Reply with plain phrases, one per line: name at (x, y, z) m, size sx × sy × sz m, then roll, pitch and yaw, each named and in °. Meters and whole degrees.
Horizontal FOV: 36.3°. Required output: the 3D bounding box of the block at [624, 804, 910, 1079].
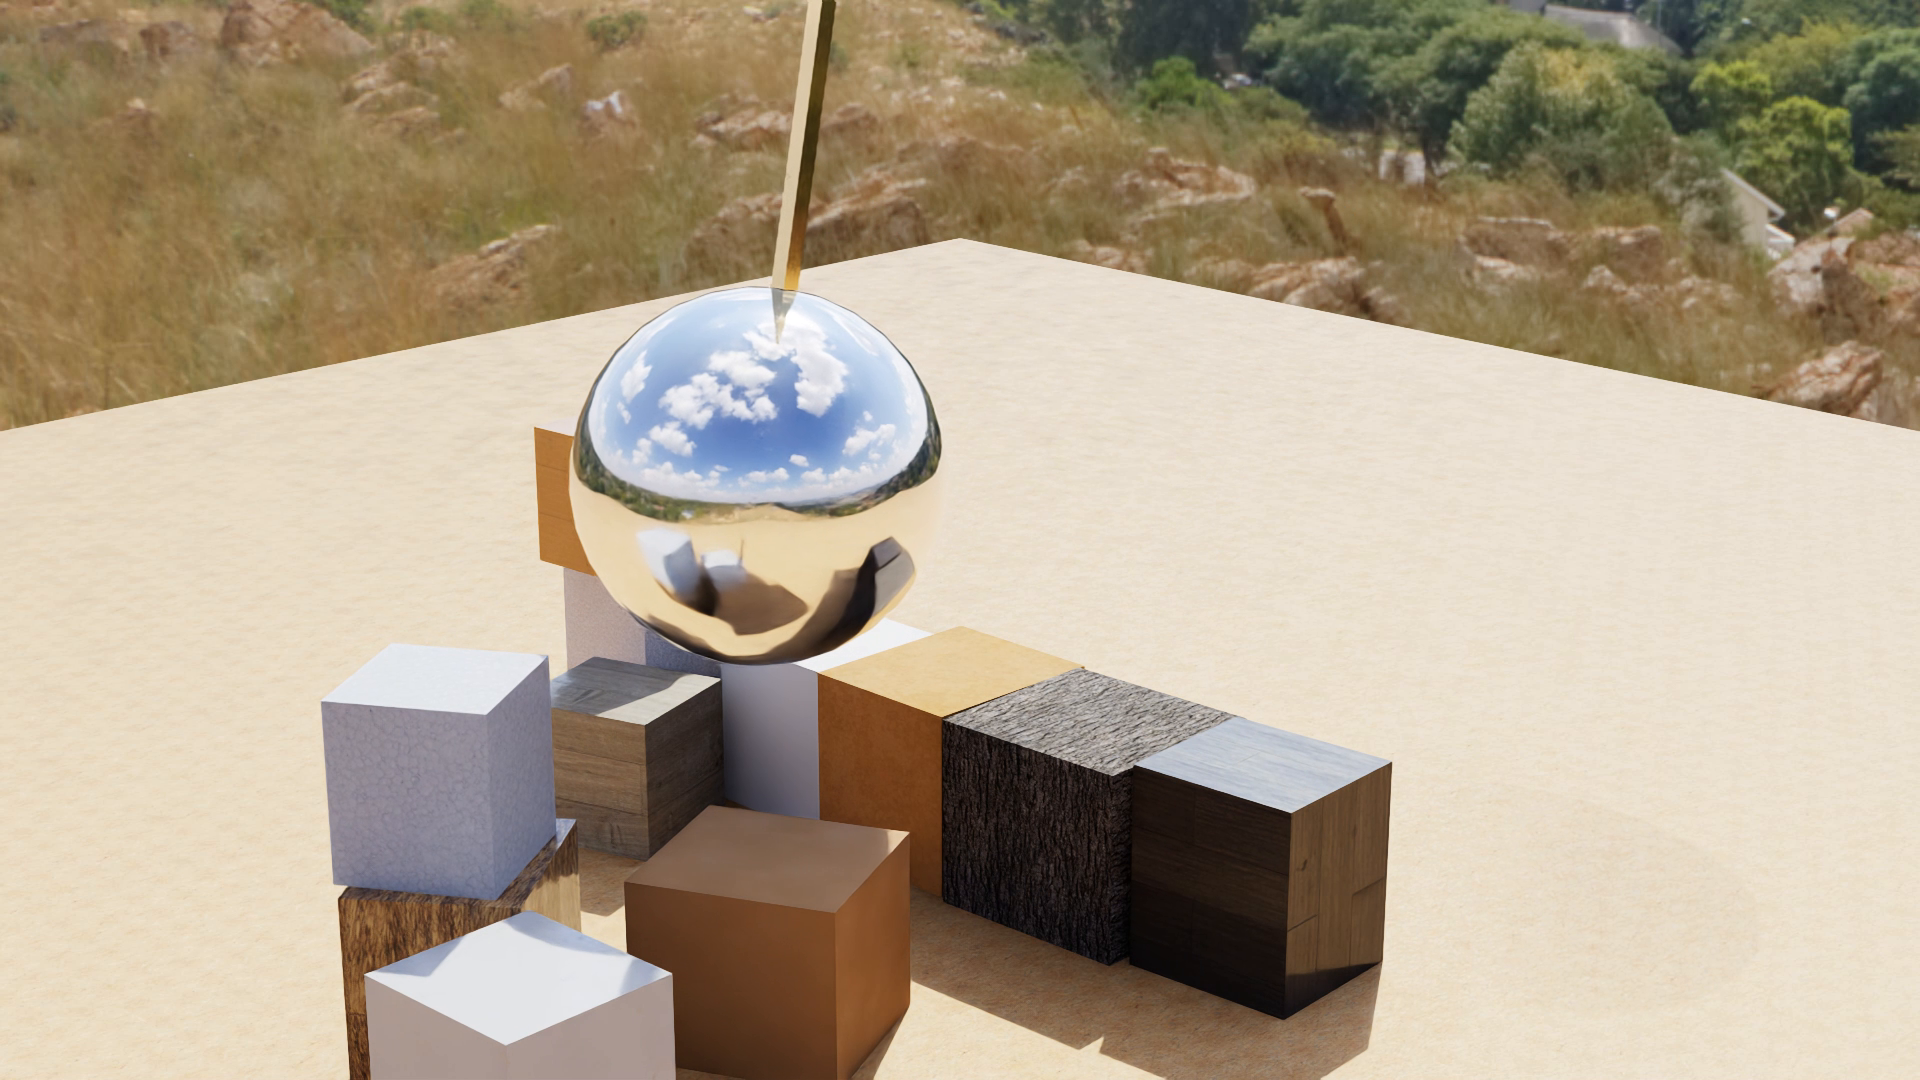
block at (-0.762, 1.636, 11.846) m, size 0.889 × 0.775 × 0.828 m, roll 6°, pitch 18°, yaw 18°

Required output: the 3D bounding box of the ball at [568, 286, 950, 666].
ball at (-0.846, -0.269, 12.370) m, size 1.600 × 1.600 × 1.600 m, roll 0°, pitch 17°, yaw 0°

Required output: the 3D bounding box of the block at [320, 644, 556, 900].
block at (-2.018, 0.892, 11.428) m, size 0.664 × 0.756 × 0.671 m, roll 4°, pitch 18°, yaw 12°

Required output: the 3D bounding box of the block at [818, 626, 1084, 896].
block at (-0.039, 1.011, 13.679) m, size 0.811 × 0.868 × 0.937 m, roll 17°, pitch 24°, yaw 42°

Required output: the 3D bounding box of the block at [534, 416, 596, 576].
block at (-1.629, -0.240, 14.482) m, size 0.639 × 0.686 × 0.654 m, roll 14°, pitch 22°, yaw 38°

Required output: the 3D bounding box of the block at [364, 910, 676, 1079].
block at (-1.589, 1.966, 10.676) m, size 0.806 × 0.847 × 0.760 m, roll 16°, pitch 23°, yaw 40°

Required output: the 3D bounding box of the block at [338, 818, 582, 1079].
block at (-1.965, 1.654, 11.671) m, size 0.718 × 0.845 × 0.867 m, roll 2°, pitch 18°, yaw 7°

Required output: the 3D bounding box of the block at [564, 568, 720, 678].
block at (-1.319, 0.554, 14.841) m, size 1.042 × 1.045 × 0.945 m, roll -10°, pitch 20°, yaw -30°

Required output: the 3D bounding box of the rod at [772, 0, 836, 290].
rod at (-0.367, -3.591, 11.829) m, size 0.080 × 5.200 × 0.080 m, roll 17°, pitch 12°, yaw 42°

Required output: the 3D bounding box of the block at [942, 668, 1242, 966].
block at (0.594, 1.206, 13.049) m, size 0.973 × 0.875 × 0.921 m, roll 15°, pitch 23°, yaw 40°

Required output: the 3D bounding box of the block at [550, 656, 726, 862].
block at (-1.610, 1.030, 13.932) m, size 0.721 × 0.681 × 0.682 m, roll 9°, pitch 19°, yaw 25°

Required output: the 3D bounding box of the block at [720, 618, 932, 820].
block at (-0.623, 0.862, 14.216) m, size 0.751 × 0.831 × 0.753 m, roll 17°, pitch 24°, yaw 42°

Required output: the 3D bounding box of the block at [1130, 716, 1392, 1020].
block at (1.271, 1.374, 12.438) m, size 0.802 × 0.921 × 0.740 m, roll 15°, pitch 23°, yaw 39°
